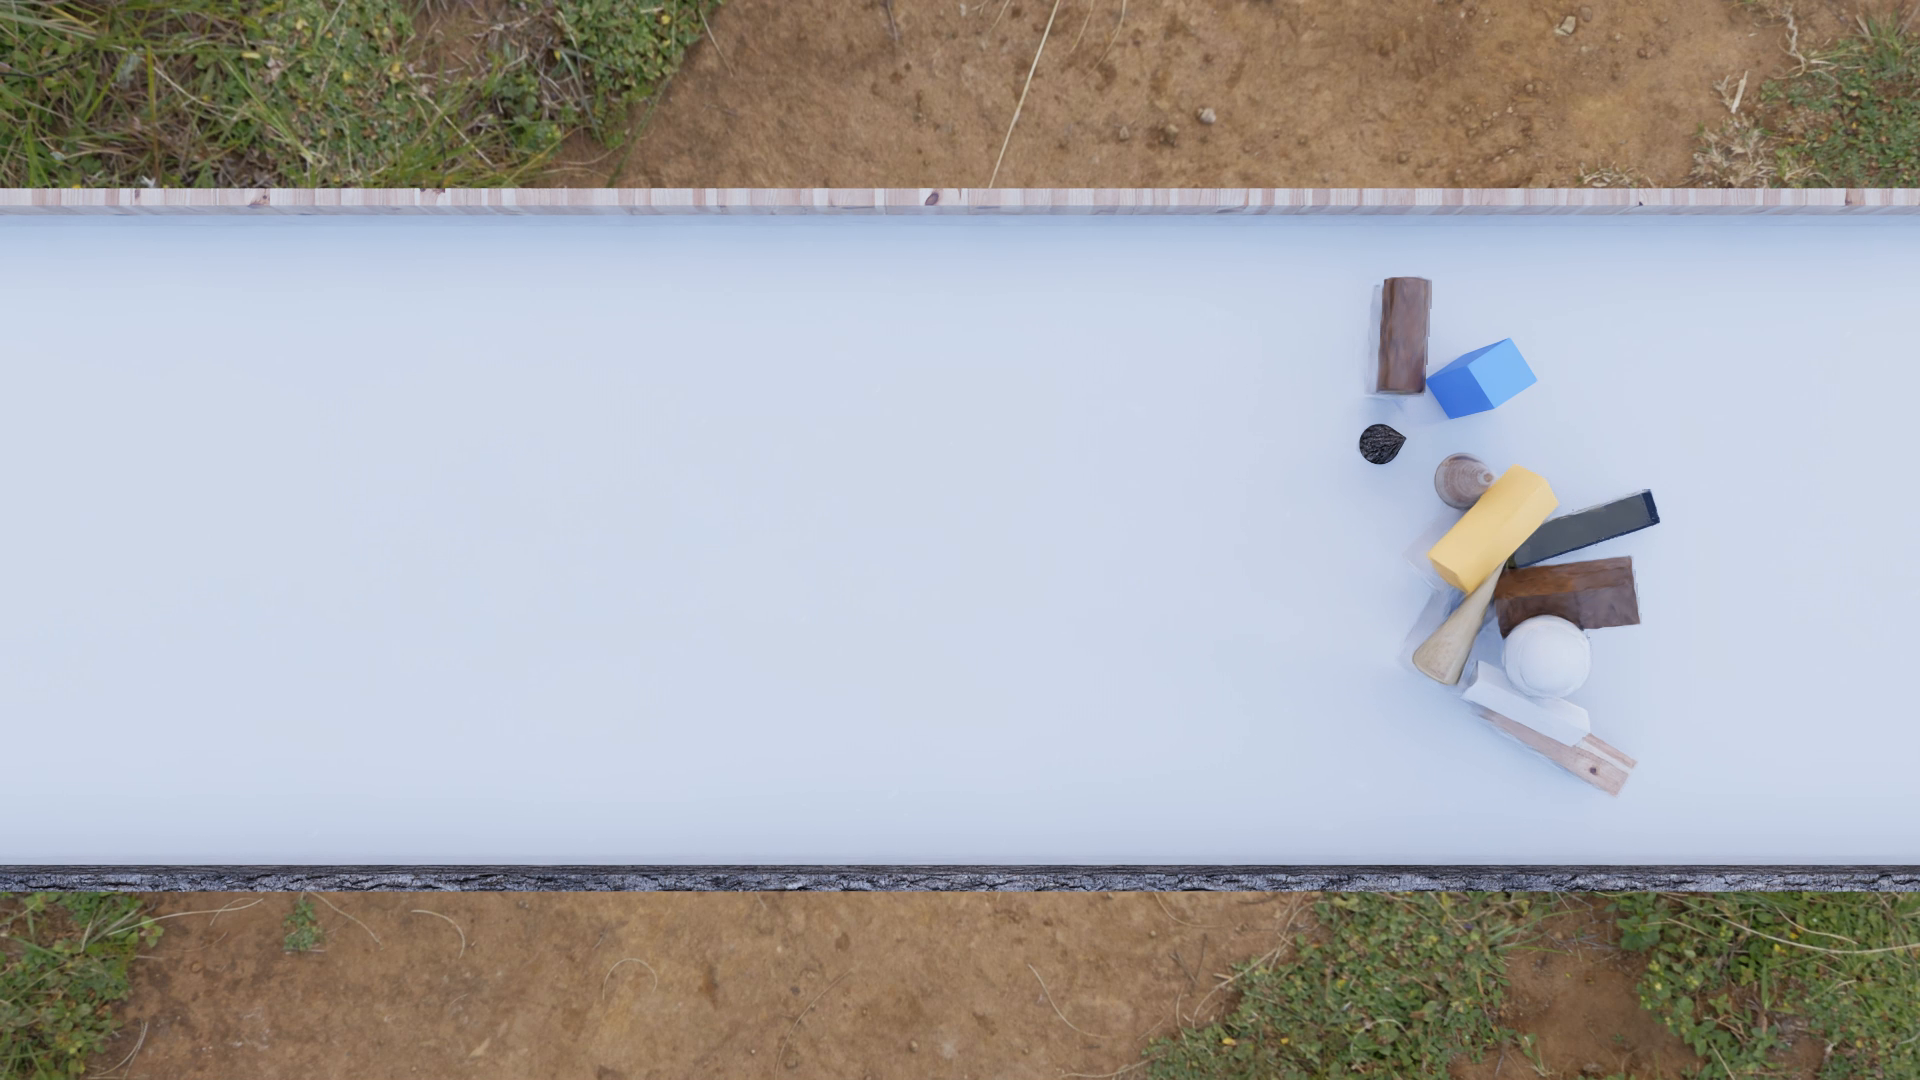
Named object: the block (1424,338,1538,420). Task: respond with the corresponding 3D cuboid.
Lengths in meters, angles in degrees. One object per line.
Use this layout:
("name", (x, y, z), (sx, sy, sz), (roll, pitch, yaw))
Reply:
("block", (1.530, -0.471, 4.863), (0.145, 0.427, 0.145), (-33, 90, 0))

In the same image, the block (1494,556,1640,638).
("block", (1.802, 0.171, 4.909), (0.389, 0.145, 0.145), (-8, 122, 23))

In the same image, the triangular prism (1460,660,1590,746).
("triangular prism", (1.688, 0.487, 4.896), (0.357, 0.102, 0.118), (25, 90, 3))

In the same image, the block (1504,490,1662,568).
("block", (1.883, -0.031, 5.025), (0.453, 0.102, 0.102), (-18, 90, 0))

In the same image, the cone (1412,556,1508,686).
("cone", (1.520, 0.219, 4.909), (0.159, 0.159, 0.424), (24, 117, 0))

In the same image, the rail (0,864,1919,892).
("rail", (-2.247, 1.025, 5.001), (12.000, 0.150, 0.050), (0, 90, 0))

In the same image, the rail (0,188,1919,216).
("rail", (-2.247, -1.025, 5.002), (12.000, 0.150, 0.050), (0, 90, 0))

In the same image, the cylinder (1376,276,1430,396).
("cylinder", (1.346, -0.616, 5.007), (0.139, 0.139, 0.341), (4, 90, 0))

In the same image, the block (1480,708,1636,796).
("block", (1.812, 0.605, 5.002), (0.430, 0.124, 0.124), (31, 90, 3))

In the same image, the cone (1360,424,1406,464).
("cone", (1.291, -0.295, 4.921), (0.126, 0.312, 0.126), (0, 90, 0))

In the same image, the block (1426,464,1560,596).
("block", (1.595, -0.031, 4.938), (0.387, 0.128, 0.128), (-45, 129, -3))

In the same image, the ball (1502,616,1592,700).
("ball", (1.712, 0.342, 4.813), (0.247, 0.247, 0.247), (0, 90, 0))

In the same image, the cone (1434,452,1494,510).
("cone", (1.546, -0.183, 4.923), (0.174, 0.305, 0.174), (0, 90, 0))
